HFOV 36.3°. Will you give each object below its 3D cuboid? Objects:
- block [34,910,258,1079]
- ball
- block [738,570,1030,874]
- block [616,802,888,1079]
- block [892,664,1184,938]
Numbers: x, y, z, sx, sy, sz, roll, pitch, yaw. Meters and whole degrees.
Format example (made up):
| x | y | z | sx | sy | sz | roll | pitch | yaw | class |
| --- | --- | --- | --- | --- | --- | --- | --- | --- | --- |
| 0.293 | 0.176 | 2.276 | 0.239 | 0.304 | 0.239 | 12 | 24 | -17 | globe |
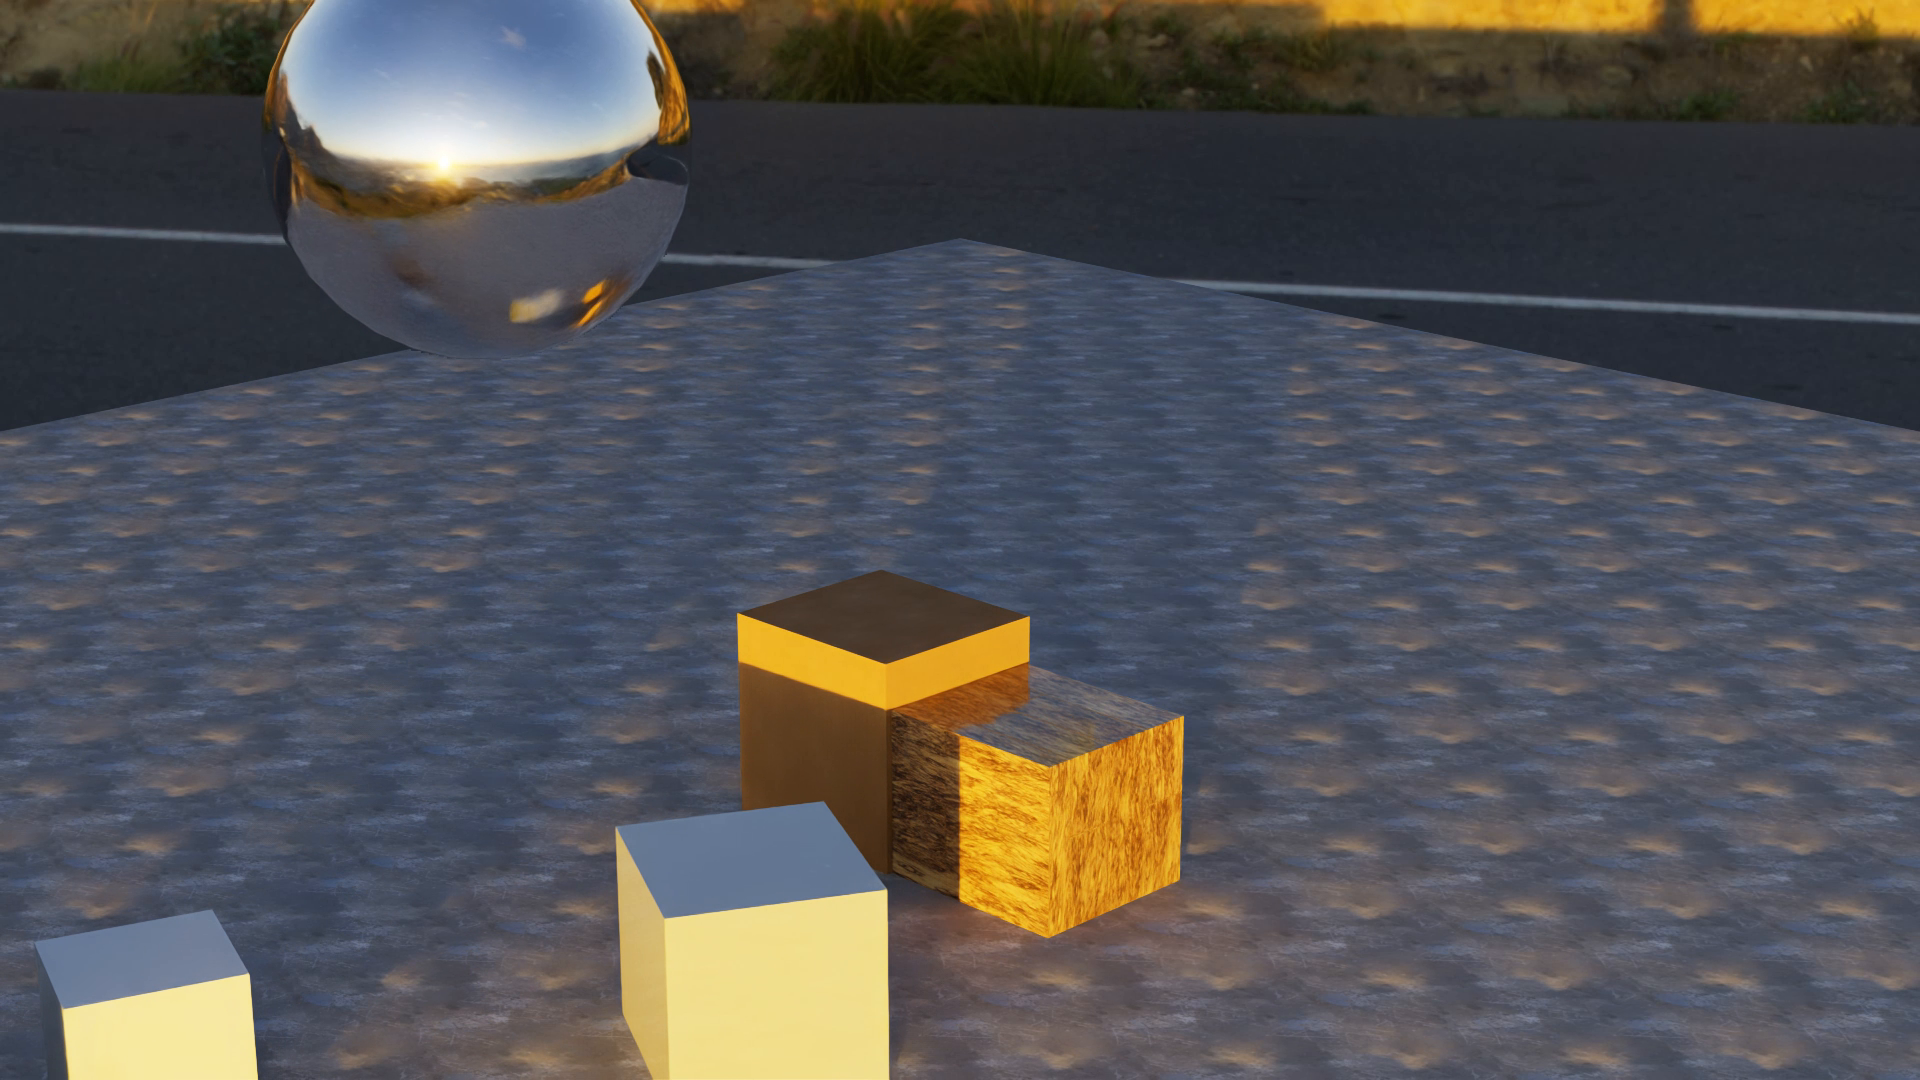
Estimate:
| x | y | z | sx | sy | sz | roll | pitch | yaw | class |
| --- | --- | --- | --- | --- | --- | --- | --- | --- | --- |
| -3.101 | 1.898 | 11.192 | 0.679 | 0.667 | 0.639 | -8 | 19 | -25 | block |
| -1.802 | -1.480 | 10.988 | 1.600 | 1.600 | 1.600 | 0 | 17 | 0 | ball |
| -0.362 | 0.841 | 13.960 | 1.010 | 1.024 | 0.937 | 17 | 24 | 42 | block |
| -0.837 | 1.651 | 11.701 | 0.873 | 0.835 | 0.931 | -5 | 18 | -17 | block |
| 0.348 | 1.161 | 13.315 | 0.876 | 0.801 | 0.980 | -17 | 24 | -42 | block |
